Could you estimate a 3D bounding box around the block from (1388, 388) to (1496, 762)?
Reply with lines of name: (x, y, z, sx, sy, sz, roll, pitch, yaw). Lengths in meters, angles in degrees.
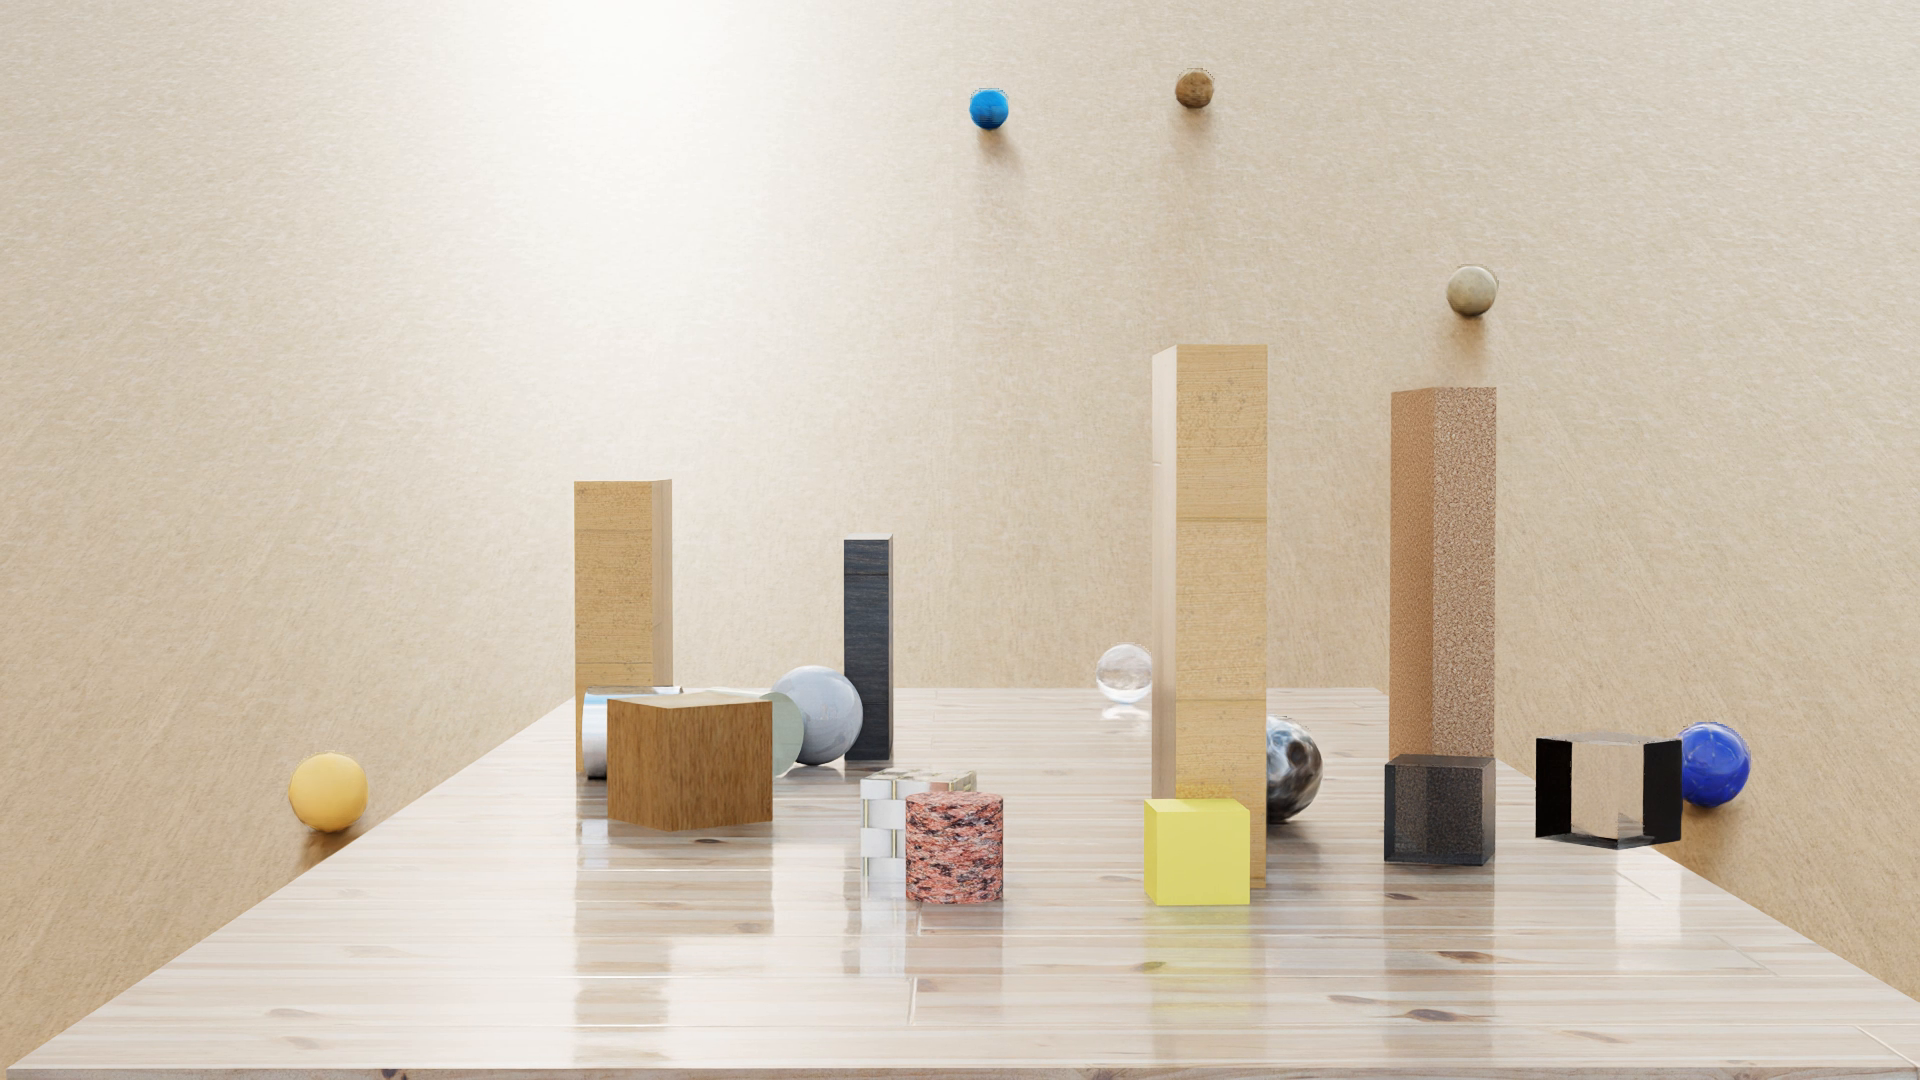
block: (0.766, 0.112, 4.112, 0.094, 0.703, 0.392, 0, 2, 0)

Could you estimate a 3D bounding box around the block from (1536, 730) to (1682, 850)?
block: (1.012, 0.388, 4.017, 0.158, 0.158, 0.158, -2, 3, -38)

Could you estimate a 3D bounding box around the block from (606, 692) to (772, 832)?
block: (-0.445, 0.361, 4.239, 0.197, 0.197, 0.197, -2, 3, -37)

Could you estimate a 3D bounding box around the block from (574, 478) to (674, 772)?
block: (-0.653, 0.157, 5.031, 0.146, 0.549, 0.351, 0, 2, 0)

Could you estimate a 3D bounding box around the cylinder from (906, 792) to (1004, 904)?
cylinder: (-0.008, 0.419, 3.522, 0.134, 0.134, 0.134, 0, 2, 0)

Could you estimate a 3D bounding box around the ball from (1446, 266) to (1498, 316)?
ball: (1.872, -0.910, 9.430, 0.185, 0.185, 0.185, 0, 24, 0)

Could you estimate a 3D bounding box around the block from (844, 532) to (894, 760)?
block: (-0.183, 0.208, 5.213, 0.088, 0.432, 0.366, 0, 2, 0)

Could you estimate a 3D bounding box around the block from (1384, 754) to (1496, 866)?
block: (0.718, 0.402, 3.850, 0.143, 0.143, 0.143, 1, 2, 20)

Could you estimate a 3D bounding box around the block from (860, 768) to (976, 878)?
block: (-0.059, 0.409, 3.733, 0.138, 0.138, 0.138, 0, 2, 14)

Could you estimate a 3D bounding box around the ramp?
ramp: (0.055, 0.499, 4.546, 2.000, 0.100, 4.000, 0, 2, 0)

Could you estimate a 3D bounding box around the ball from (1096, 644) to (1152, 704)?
ball: (0.396, 0.319, 6.136, 0.142, 0.142, 0.142, 0, 24, 0)

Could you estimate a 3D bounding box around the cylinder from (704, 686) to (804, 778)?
cylinder: (-0.406, 0.359, 4.832, 0.159, 0.159, 0.159, 2, 19, 43)

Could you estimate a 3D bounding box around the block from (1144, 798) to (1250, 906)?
block: (0.322, 0.424, 3.508, 0.125, 0.125, 0.125, 0, 2, -4)

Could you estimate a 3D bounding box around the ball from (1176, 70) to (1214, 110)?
ball: (1.107, -2.125, 12.162, 0.182, 0.182, 0.182, 0, 24, 0)

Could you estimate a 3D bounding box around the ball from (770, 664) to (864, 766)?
ball: (-0.283, 0.337, 4.956, 0.193, 0.193, 0.193, 0, 24, 0)

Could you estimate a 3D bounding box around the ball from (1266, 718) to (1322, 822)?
ball: (0.508, 0.375, 4.218, 0.170, 0.170, 0.170, 0, 24, 0)

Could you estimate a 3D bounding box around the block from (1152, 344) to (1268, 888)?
block: (0.361, 0.099, 3.783, 0.125, 0.754, 0.440, 0, 2, 0)

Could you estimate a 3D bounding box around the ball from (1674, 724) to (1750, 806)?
ball: (1.787, 0.539, 6.161, 0.198, 0.198, 0.198, 0, 24, 0)

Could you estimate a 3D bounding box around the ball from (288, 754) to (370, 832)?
ball: (-1.482, 0.593, 6.055, 0.185, 0.185, 0.185, 0, 24, 0)

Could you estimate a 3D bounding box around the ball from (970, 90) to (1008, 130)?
ball: (0.133, -1.977, 11.829, 0.181, 0.181, 0.181, 0, 24, 0)
